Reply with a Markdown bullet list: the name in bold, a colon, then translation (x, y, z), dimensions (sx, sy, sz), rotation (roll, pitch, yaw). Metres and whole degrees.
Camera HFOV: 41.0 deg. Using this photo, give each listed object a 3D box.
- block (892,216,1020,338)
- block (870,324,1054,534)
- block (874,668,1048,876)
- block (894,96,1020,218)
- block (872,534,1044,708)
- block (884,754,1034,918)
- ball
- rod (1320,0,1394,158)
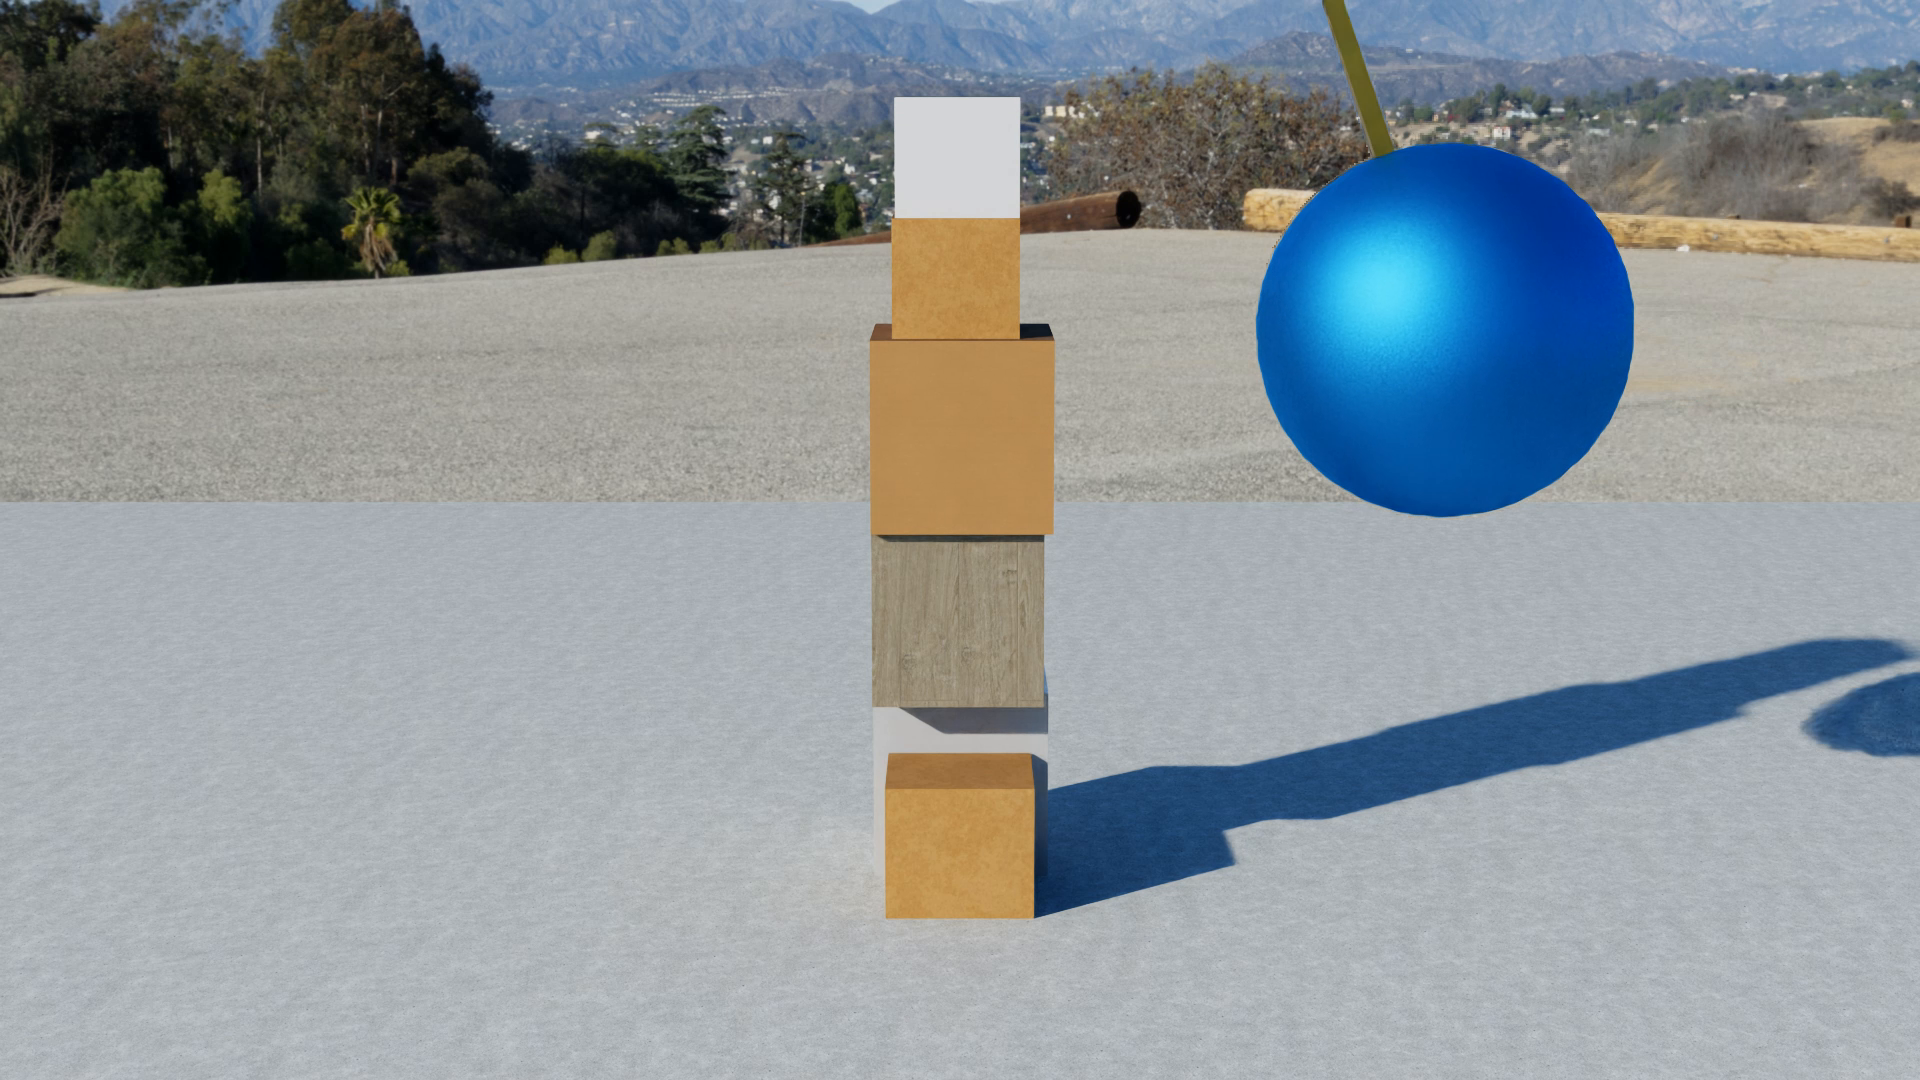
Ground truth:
- **block**: translation (-0.018, -1.140, 10.973), dimensions (0.534, 0.500, 0.585), rotation (0, 10, 0)
- **block**: translation (0.009, -0.492, 11.091), dimensions (0.769, 0.816, 0.758), rotation (0, 10, 0)
- **block**: translation (0.004, 1.015, 11.663), dimensions (0.767, 0.831, 0.734), rotation (0, 10, 0)
- **block**: translation (-0.011, -1.629, 10.884), dimensions (0.519, 0.495, 0.519), rotation (0, 10, 0)
- **block**: translation (-0.009, 0.284, 11.232), dimensions (0.734, 0.761, 0.641), rotation (0, 10, 0)
- **block**: translation (-0.001, 1.265, 11.032), dimensions (0.625, 0.564, 0.577), rotation (0, 10, 0)
- **ball**: translation (2.074, -0.897, 11.017), dimensions (1.600, 1.600, 1.600), rotation (0, 10, 0)
- **rod**: translation (0.899, -4.036, 10.447), dimensions (0.080, 5.200, 0.080), rotation (-20, 10, 4)
